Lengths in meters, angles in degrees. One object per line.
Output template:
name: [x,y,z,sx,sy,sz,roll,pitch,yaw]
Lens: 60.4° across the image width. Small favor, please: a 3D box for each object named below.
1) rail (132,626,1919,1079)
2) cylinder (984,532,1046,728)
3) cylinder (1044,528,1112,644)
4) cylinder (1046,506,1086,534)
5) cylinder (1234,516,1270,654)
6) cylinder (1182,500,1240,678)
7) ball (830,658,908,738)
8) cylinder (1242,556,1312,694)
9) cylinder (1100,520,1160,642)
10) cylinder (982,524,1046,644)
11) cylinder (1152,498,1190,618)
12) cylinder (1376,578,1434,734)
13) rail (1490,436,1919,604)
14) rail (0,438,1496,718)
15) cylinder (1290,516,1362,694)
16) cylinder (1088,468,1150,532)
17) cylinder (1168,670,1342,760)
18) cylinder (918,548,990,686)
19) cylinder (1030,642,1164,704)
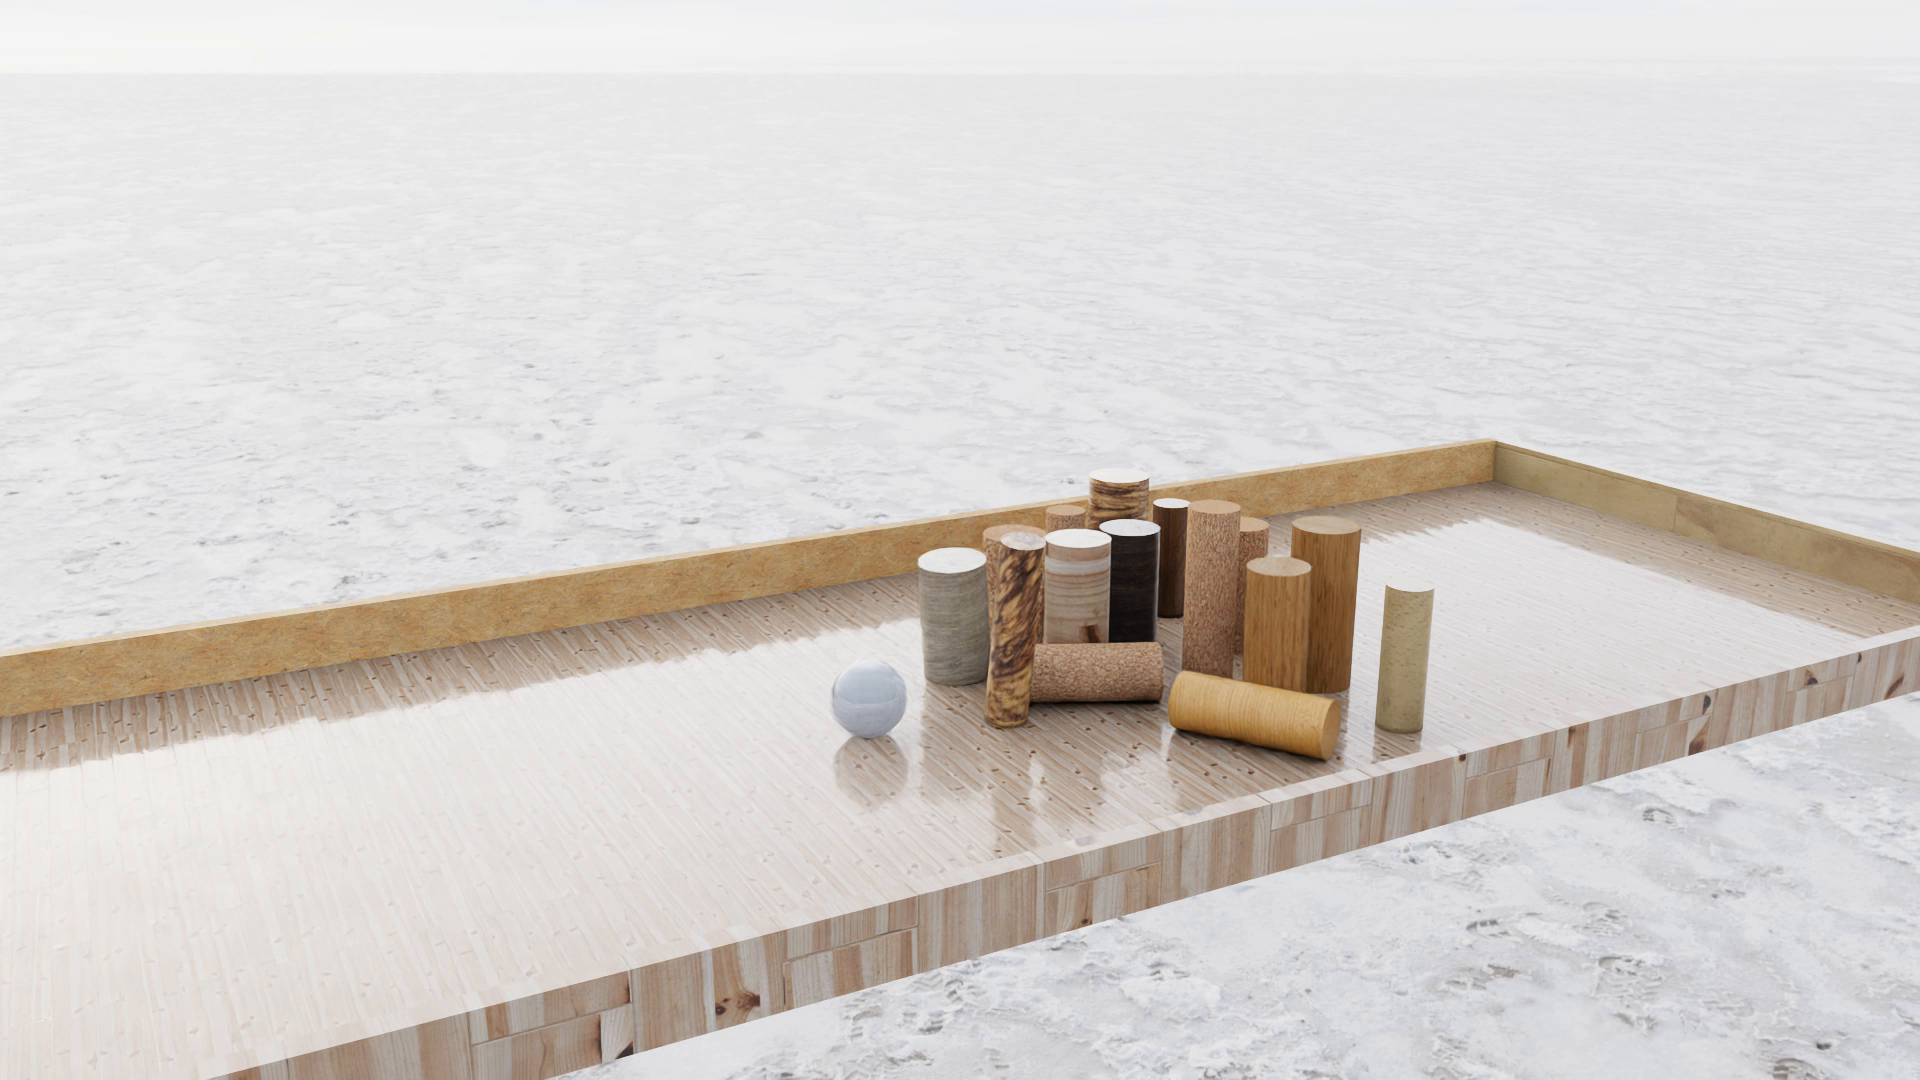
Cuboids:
rail: [-2.336,1.006,1.665,12.000,0.150,0.050,-9,18,-27]
cylinder: [0.125,0.211,3.810,0.103,0.456,0.103,4,23,-2]
cylinder: [0.291,0.171,4.121,0.164,0.367,0.164,0,16,0]
cylinder: [0.292,0.064,4.594,0.108,0.306,0.108,0,16,0]
cylinder: [0.735,0.120,4.349,0.142,0.337,0.142,0,16,0]
cylinder: [0.618,0.139,4.069,0.127,0.458,0.127,0,16,0]
ball: [-0.210,0.364,3.797,0.180,0.180,0.180,0,16,0]
cylinder: [0.738,0.242,3.852,0.148,0.380,0.148,-1,17,0]
cylinder: [0.447,0.120,4.383,0.160,0.318,0.160,0,16,0]
cylinder: [0.143,0.128,4.377,0.166,0.305,0.166,0,17,0]
cylinder: [0.587,0.051,4.613,0.103,0.320,0.103,0,16,0]
cylinder: [1.031,0.268,3.826,0.109,0.347,0.109,0,16,0]
rail: [2.466,-0.048,5.253,0.050,0.150,2.100,-9,18,-27]
rail: [-3.305,0.497,3.399,12.000,0.150,0.050,-9,18,-27]
cylinder: [0.896,0.160,4.084,0.165,0.410,0.165,0,16,0]
cylinder: [0.463,-0.027,4.849,0.175,0.337,0.175,0,16,0]
cylinder: [0.670,0.397,3.762,0.363,0.137,0.137,9,19,29]
cylinder: [-0.013,0.192,4.135,0.171,0.305,0.171,-2,21,1]
cylinder: [0.308,0.322,4.007,0.353,0.142,0.142,-1,16,-3]
